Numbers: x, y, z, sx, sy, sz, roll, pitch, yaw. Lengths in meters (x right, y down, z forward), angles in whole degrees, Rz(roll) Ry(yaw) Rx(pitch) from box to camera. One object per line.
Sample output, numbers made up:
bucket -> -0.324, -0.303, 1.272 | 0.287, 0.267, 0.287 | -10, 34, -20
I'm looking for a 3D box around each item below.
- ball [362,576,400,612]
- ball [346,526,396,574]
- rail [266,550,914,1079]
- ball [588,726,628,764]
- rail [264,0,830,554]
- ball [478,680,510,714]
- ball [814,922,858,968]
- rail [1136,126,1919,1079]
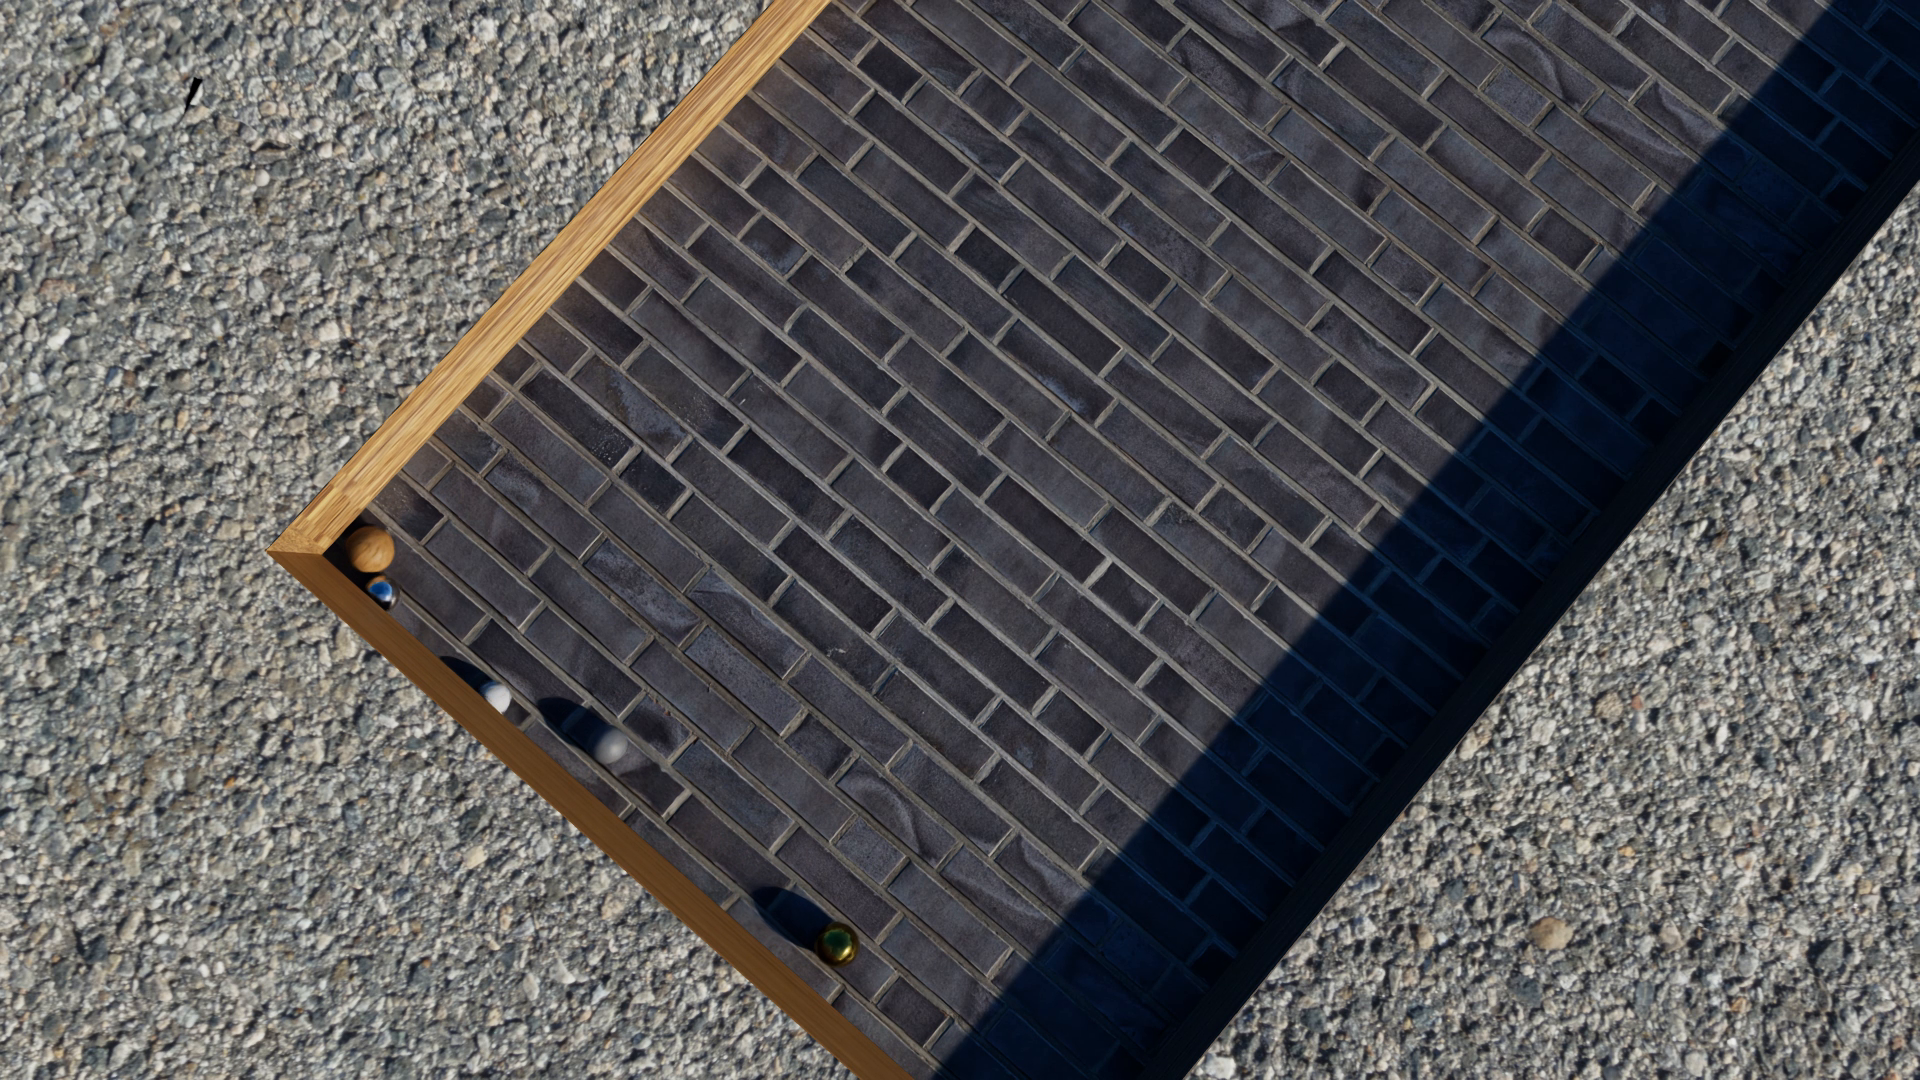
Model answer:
ball -> -0.862, 0.080, 3.274 | 0.056, 0.056, 0.056 | 0, 80, 0
ball -> -0.879, 0.014, 3.278 | 0.071, 0.071, 0.071 | 0, 80, 0
rail -> -0.428, 0.486, 3.169 | 1.489, 0.125, 0.045 | 40, 83, 6
ball -> -0.519, 0.301, 3.236 | 0.058, 0.058, 0.058 | 0, 80, 0
rail -> -0.103, -0.978, 3.420 | 0.045, 0.125, 2.725 | 40, 83, 6
ball -> -0.690, 0.234, 3.251 | 0.051, 0.051, 0.051 | 0, 80, 0
ball -> -0.179, 0.586, 3.183 | 0.065, 0.065, 0.065 | 0, 80, 0
rail -> 0.991, -0.053, 3.261 | 0.045, 0.125, 2.725 | 40, 83, 6
